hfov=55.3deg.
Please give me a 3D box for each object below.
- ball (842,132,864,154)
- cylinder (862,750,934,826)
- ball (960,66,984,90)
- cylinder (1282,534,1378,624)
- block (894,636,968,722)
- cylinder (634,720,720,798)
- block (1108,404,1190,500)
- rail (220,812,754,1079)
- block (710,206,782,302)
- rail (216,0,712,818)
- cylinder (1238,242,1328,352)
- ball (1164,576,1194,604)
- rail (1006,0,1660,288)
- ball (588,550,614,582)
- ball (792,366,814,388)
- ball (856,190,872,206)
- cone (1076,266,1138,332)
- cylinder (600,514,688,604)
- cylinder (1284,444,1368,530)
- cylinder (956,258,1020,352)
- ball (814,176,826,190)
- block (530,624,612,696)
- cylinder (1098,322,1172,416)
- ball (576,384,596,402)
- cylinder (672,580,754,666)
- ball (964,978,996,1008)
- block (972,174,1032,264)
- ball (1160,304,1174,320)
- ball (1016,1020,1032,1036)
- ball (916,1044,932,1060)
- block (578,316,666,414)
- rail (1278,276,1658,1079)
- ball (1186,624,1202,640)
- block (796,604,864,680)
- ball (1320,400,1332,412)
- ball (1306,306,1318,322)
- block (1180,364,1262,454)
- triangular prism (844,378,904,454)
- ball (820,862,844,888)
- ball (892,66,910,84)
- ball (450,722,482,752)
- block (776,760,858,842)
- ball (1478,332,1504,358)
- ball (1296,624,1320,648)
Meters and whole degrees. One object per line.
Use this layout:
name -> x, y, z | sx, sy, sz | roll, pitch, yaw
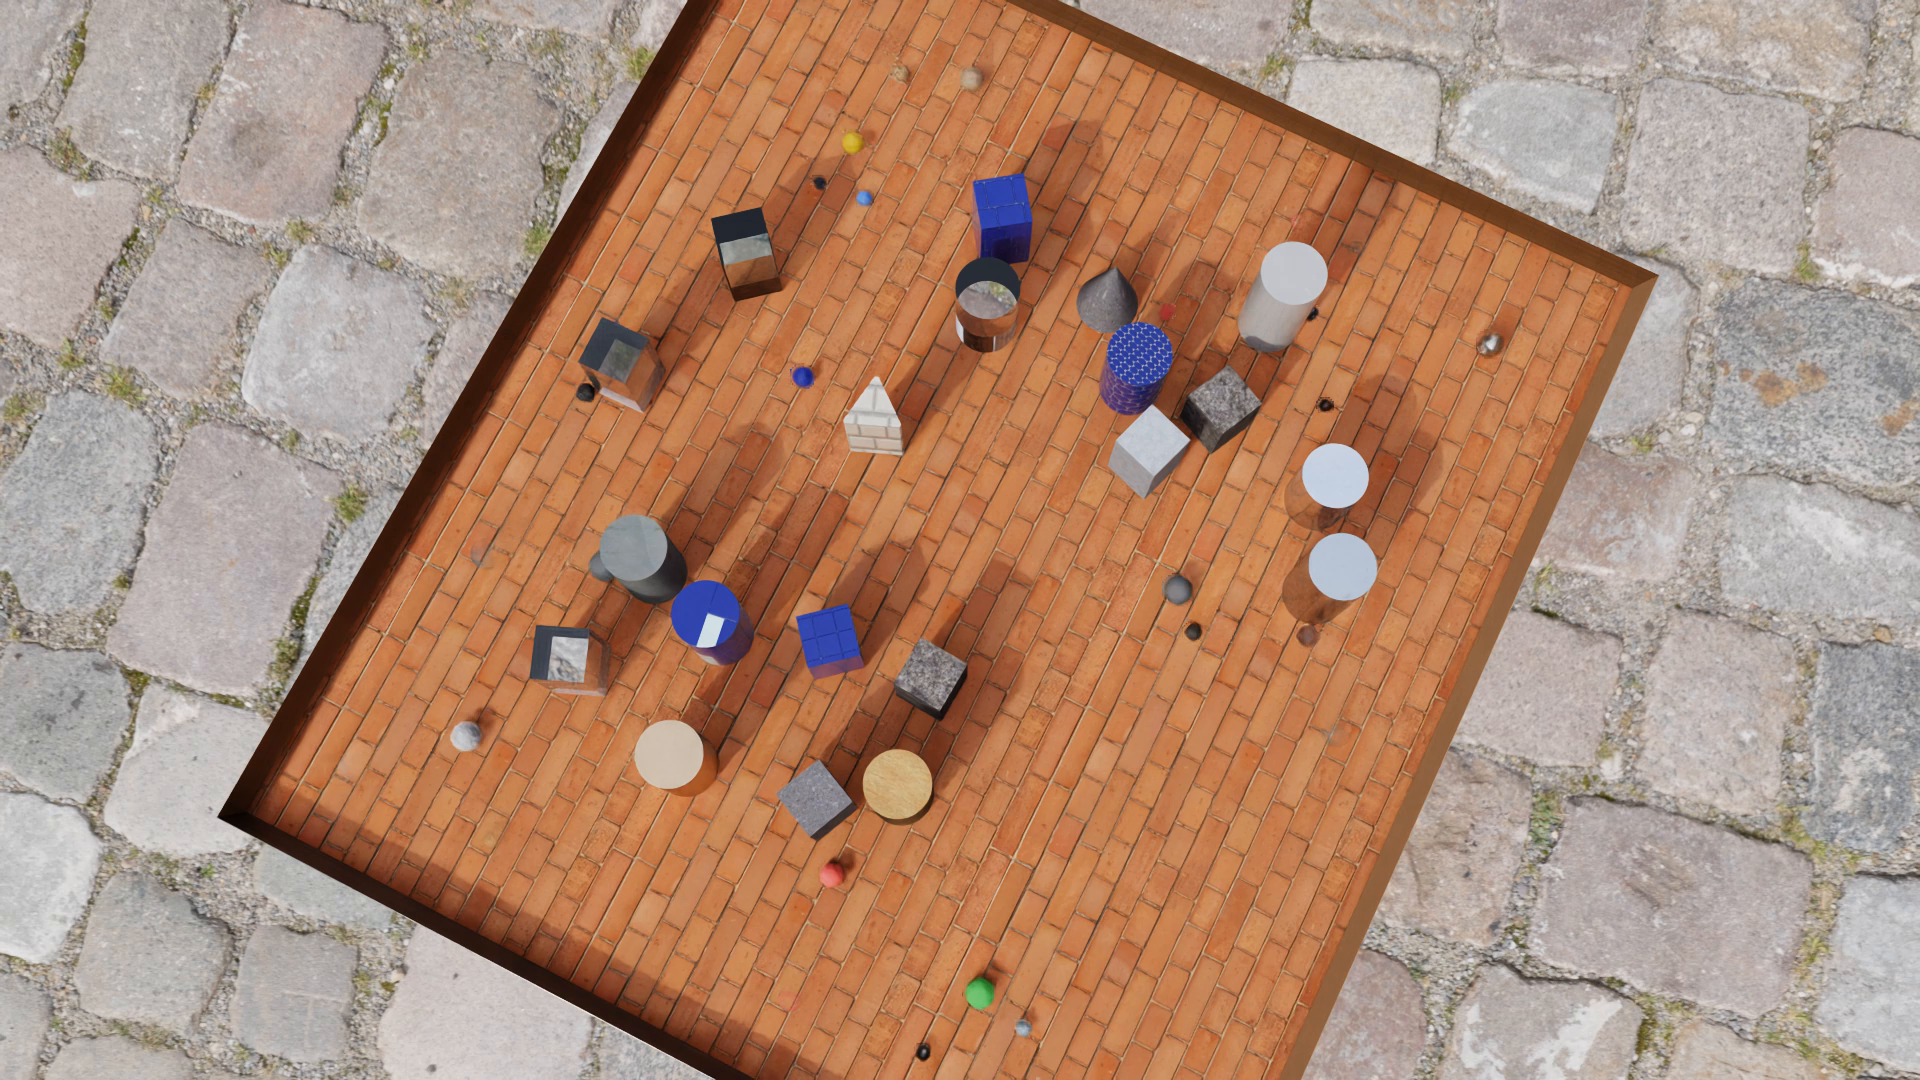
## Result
ball -> -0.341, -1.266, 5.842 | 0.071, 0.071, 0.071 | 0, 78, 0
cylinder -> -0.174, 0.717, 5.284 | 0.194, 0.361, 0.194 | 0, 78, 0
ball -> 0.037, -1.482, 5.884 | 0.076, 0.076, 0.076 | 0, 78, 0
cylinder -> 1.078, 0.119, 5.370 | 0.194, 0.434, 0.194 | 0, 78, 0
block -> -0.084, 0.412, 5.379 | 0.155, 0.299, 0.155 | 30, 80, 6
cylinder -> -0.816, 0.636, 5.308 | 0.194, 0.347, 0.194 | 0, 78, 0
block -> 0.565, -0.261, 5.514 | 0.155, 0.307, 0.155 | 44, 82, 8
rail -> -0.753, 1.482, 5.245 | 3.122, 0.126, 0.045 | 26, 80, 5
block -> -0.653, -0.874, 5.632 | 0.155, 0.323, 0.155 | -13, 79, -3
rail -> -1.375, -0.666, 5.689 | 0.045, 0.126, 3.415 | 26, 80, 5
cylinder -> 0.969, -0.728, 5.536 | 0.194, 0.453, 0.194 | 0, 78, 0
ball -> 0.661, 0.152, 5.540 | 0.088, 0.088, 0.088 | 0, 78, 0
rail -> 0.753, -1.468, 5.855 | 3.122, 0.126, 0.045 | 26, 80, 5
ball -> -1.074, 0.077, 5.545 | 0.097, 0.097, 0.097 | 0, 78, 0
ball -> -0.488, -0.507, 5.688 | 0.066, 0.066, 0.066 | 0, 78, 0
ball -> -0.304, -1.084, 5.816 | 0.050, 0.050, 0.050 | 0, 78, 0
cone -> 0.464, -0.778, 5.605 | 0.194, 0.338, 0.194 | 0, 78, 0
cylinder -> -0.929, 0.061, 5.405 | 0.194, 0.390, 0.194 | 0, 78, 0
cylinder -> 1.094, -0.156, 5.490 | 0.194, 0.312, 0.194 | 0, 78, 0
cylinder -> 0.082, -0.714, 5.597 | 0.194, 0.328, 0.194 | 0, 78, 0
ball -> -0.447, -1.136, 5.831 | 0.041, 0.041, 0.041 | 0, 78, 0
block -> -1.138, 0.357, 5.373 | 0.155, 0.333, 0.155 | 4, 78, 1
cylinder -> 0.530, -0.515, 5.555 | 0.194, 0.330, 0.194 | 0, 78, 0
ball -> -1.160, -0.456, 5.682 | 0.057, 0.057, 0.057 | 0, 78, 0
cylinder -> -0.721, 0.247, 5.373 | 0.194, 0.377, 0.194 | 0, 78, 0
ball -> 0.058, 1.311, 5.301 | 0.087, 0.087, 0.087 | 0, 78, 0
block -> 0.127, -0.979, 5.646 | 0.155, 0.338, 0.155 | -9, 78, -2
ball -> 0.648, -0.714, 5.740 | 0.047, 0.047, 0.047 | 0, 78, 0
ball -> 0.184, 1.411, 5.300 | 0.048, 0.048, 0.048 | 0, 78, 0
ball -> -0.105, 1.480, 5.288 | 0.044, 0.044, 0.044 | 0, 78, 0
block -> -1.022, -0.527, 5.559 | 0.155, 0.325, 0.155 | 25, 79, 5
rail -> 1.375, 0.680, 5.411 | 0.045, 0.126, 3.415 | 26, 80, 5
ball -> 0.705, 0.279, 5.533 | 0.051, 0.051, 0.051 | 0, 78, 0
block -> -0.381, 0.303, 5.418 | 0.155, 0.265, 0.155 | -14, 79, -3
ball -> 1.134, -0.416, 5.682 | 0.040, 0.040, 0.040 | 0, 78, 0
ball -> 1.095, -0.712, 5.737 | 0.053, 0.053, 0.053 | 0, 78, 0
block -> 0.791, -0.395, 5.574 | 0.155, 0.242, 0.155 | -37, 81, -7
triangular prism -> -0.251, -0.376, 5.526 | 0.168, 0.330, 0.145 | 5, 78, 1
ball -> -0.376, 0.984, 5.377 | 0.071, 0.071, 0.071 | 0, 78, 0
ball -> -0.190, -1.497, 5.897 | 0.058, 0.058, 0.058 | 0, 78, 0
ball -> -1.468, 0.584, 5.450 | 0.090, 0.090, 0.090 | 0, 78, 0
block -> -0.410, 0.756, 5.303 | 0.155, 0.307, 0.155 | -39, 81, -7
ball -> 1.654, -0.609, 5.702 | 0.080, 0.080, 0.080 | 0, 78, 0
ball -> 1.050, 0.290, 5.521 | 0.069, 0.069, 0.069 | 0, 78, 0
